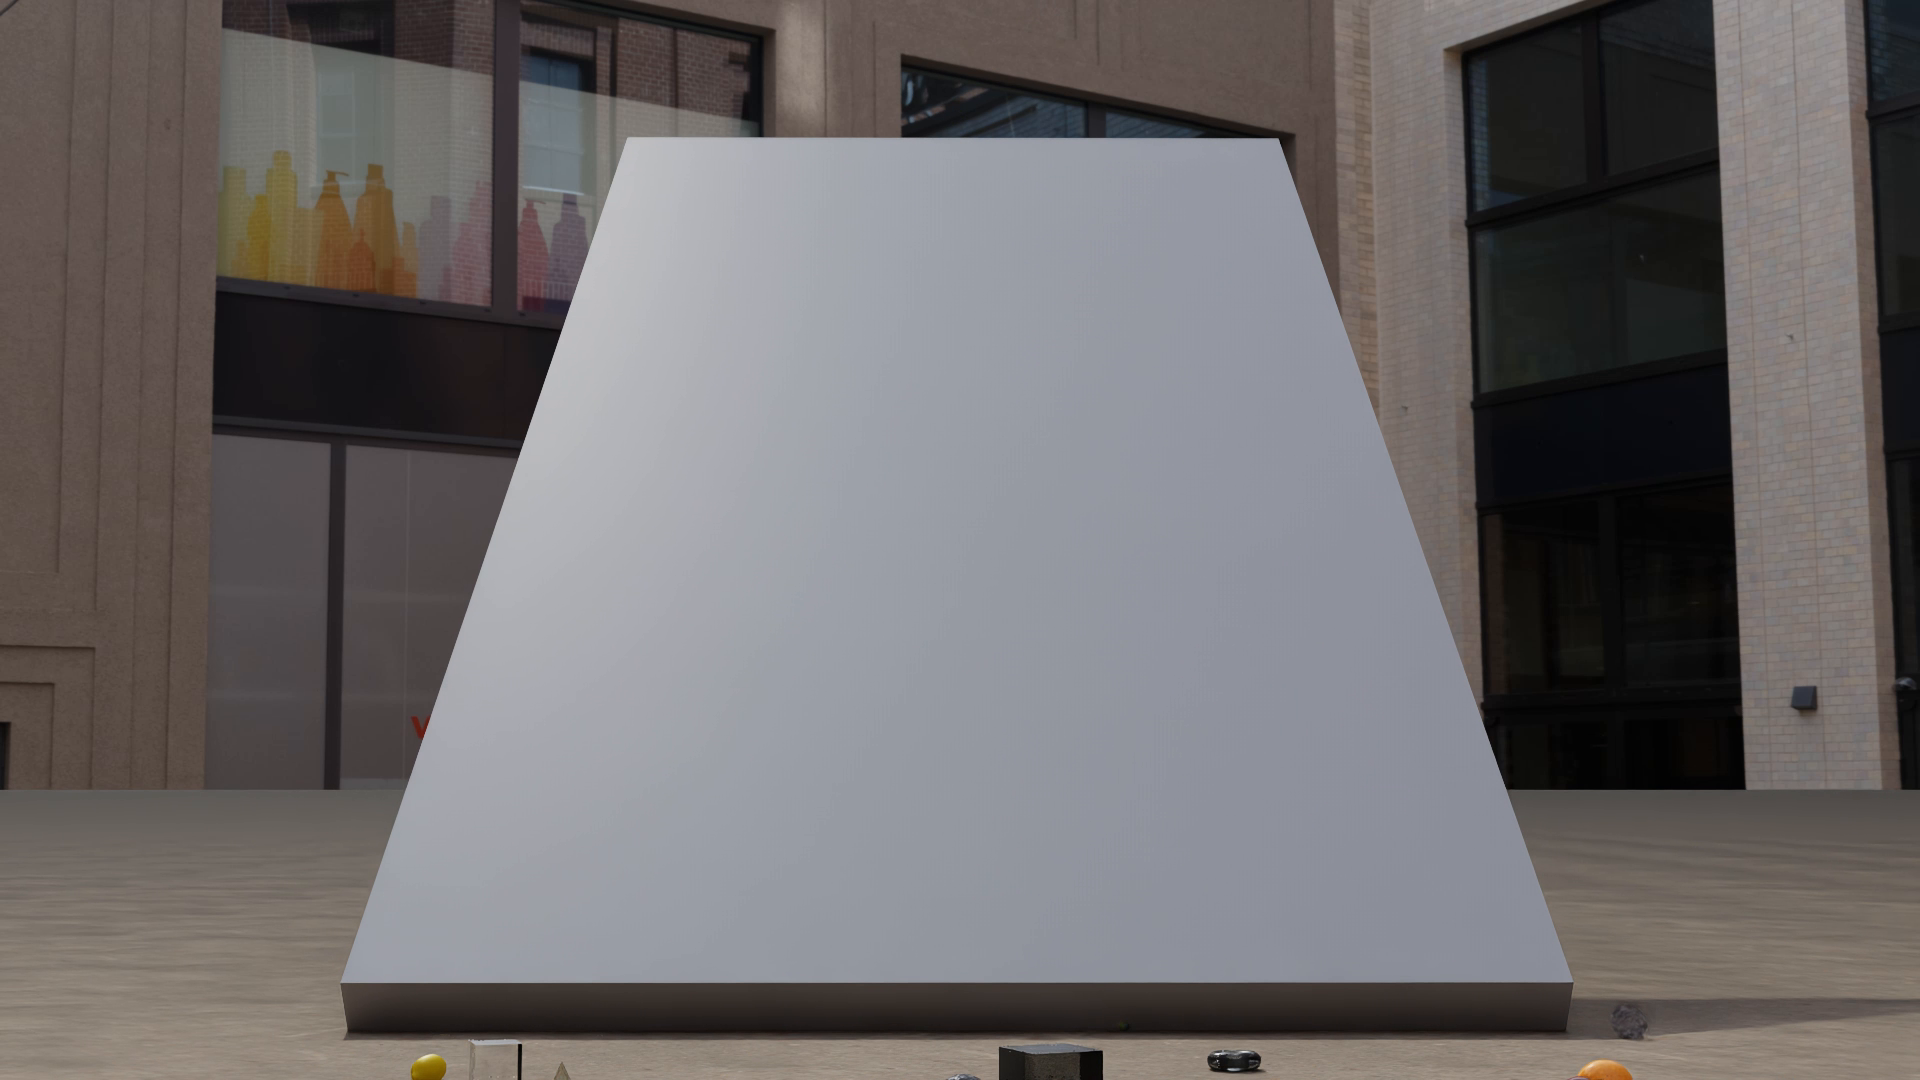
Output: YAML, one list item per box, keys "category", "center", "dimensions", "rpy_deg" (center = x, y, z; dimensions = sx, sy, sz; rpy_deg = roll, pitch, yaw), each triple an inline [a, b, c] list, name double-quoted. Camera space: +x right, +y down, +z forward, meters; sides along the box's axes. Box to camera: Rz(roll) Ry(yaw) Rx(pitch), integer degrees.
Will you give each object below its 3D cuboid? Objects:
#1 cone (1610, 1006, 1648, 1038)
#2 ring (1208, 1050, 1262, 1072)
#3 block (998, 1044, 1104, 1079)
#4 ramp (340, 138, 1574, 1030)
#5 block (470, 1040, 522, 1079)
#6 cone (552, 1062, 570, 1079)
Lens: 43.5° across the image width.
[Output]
- category: "cone"
  center: [1.068, 0.782, 3.851]
  dimensions: [0.057, 0.057, 0.057]
  rpy_deg: [-1, -32, 8]
- category: "ring"
  center: [0.389, 0.738, 3.409]
  dimensions: [0.077, 0.026, 0.077]
  rpy_deg: [-1, -7, 0]
- category: "block"
  center: [0.107, 0.648, 2.843]
  dimensions: [0.091, 0.091, 0.091]
  rpy_deg: [3, -6, -26]
- category: "ramp"
  center: [-0.012, -0.215, 5.668]
  dimensions: [2.000, 0.100, 4.000]
  rpy_deg: [0, 29, 0]
- category: "block"
  center: [-0.618, 0.699, 3.197]
  dimensions: [0.061, 0.061, 0.061]
  rpy_deg: [2, -6, -18]
- category: "cone"
  center: [-0.463, 0.647, 2.793]
  dimensions: [0.082, 0.082, 0.082]
  rpy_deg: [0, -6, 0]
